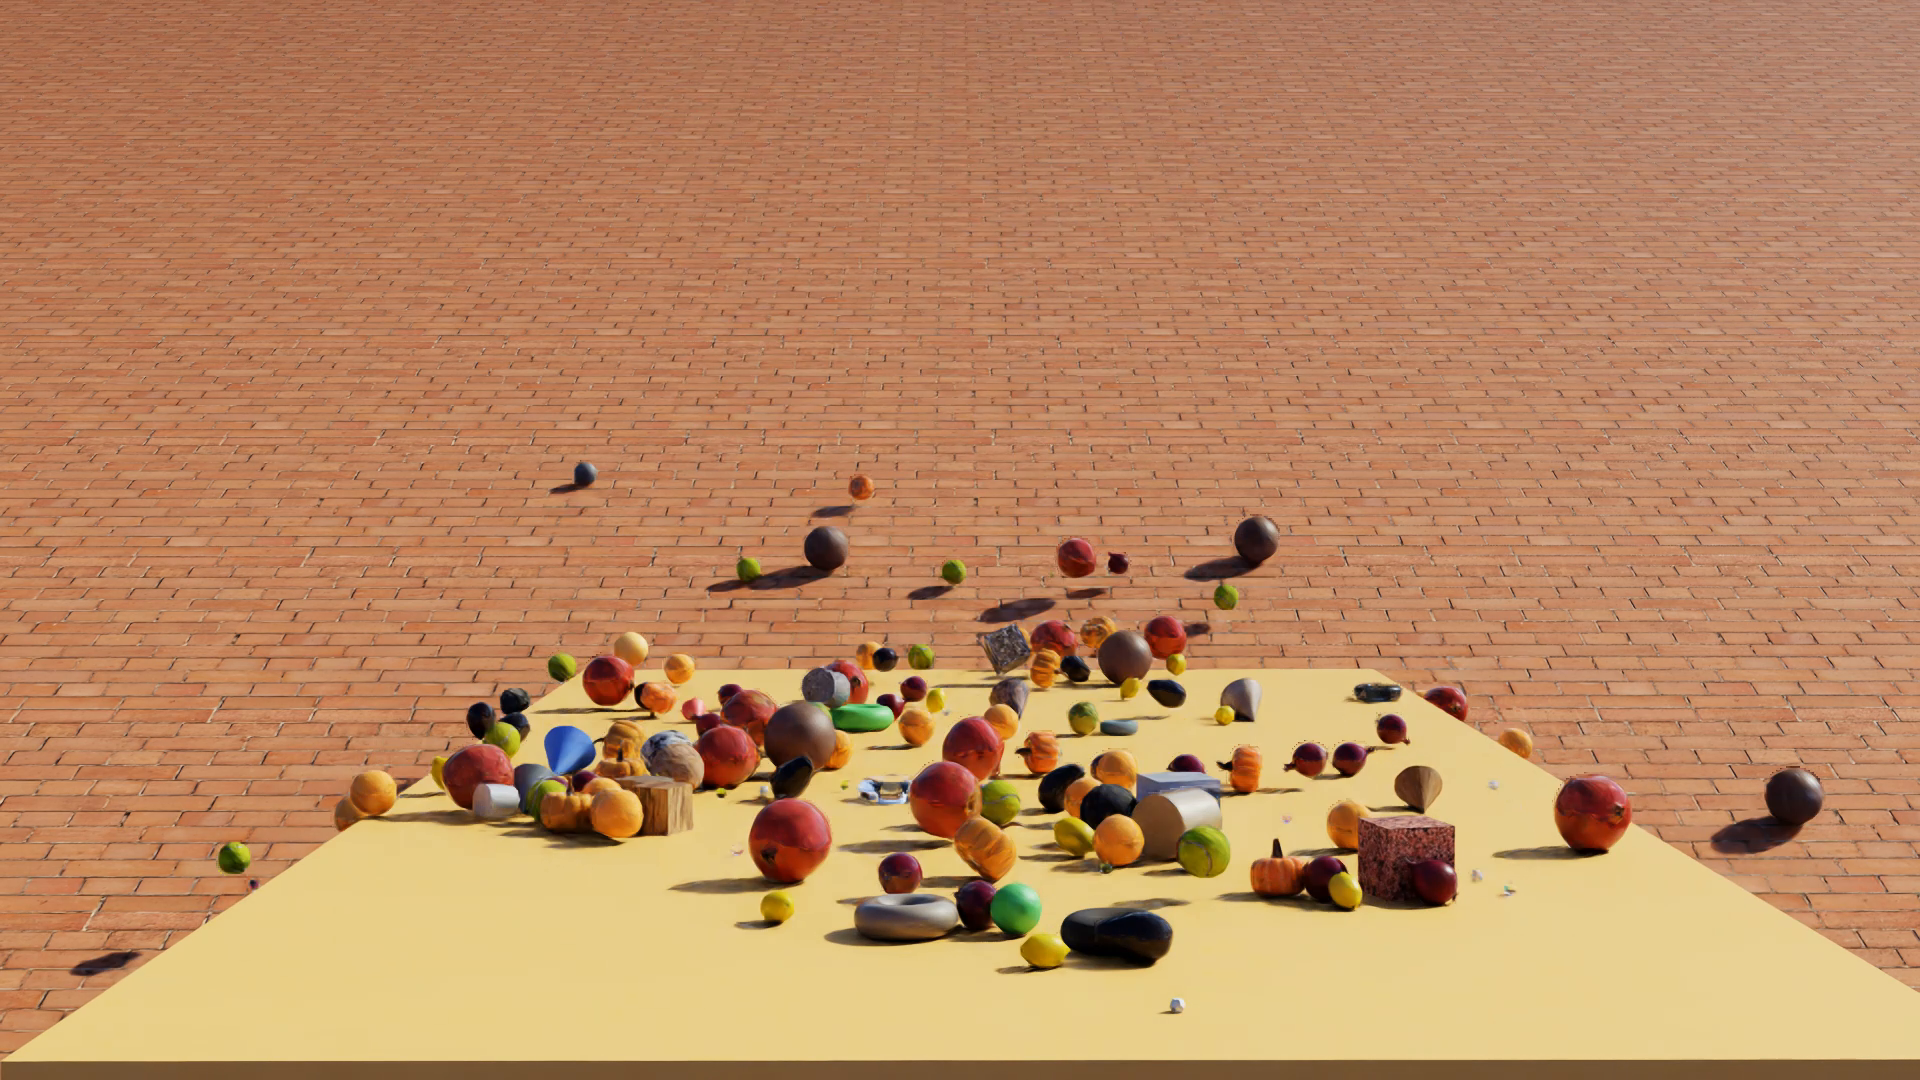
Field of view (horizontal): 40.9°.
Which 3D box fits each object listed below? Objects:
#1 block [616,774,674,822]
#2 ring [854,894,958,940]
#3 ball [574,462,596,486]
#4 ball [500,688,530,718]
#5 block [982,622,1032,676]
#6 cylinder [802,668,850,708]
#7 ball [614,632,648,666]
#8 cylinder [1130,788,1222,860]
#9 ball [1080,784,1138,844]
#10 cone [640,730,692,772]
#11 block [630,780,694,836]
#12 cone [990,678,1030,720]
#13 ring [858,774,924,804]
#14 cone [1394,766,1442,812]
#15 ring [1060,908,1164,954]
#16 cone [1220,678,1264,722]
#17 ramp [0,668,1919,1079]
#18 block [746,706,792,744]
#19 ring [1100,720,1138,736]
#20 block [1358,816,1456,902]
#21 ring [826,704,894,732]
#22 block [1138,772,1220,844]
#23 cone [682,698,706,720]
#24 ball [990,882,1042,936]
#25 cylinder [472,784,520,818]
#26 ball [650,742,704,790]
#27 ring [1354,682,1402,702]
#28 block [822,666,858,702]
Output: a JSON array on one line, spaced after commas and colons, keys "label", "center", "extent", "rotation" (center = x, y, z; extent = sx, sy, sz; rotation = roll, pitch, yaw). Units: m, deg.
[{"label": "block", "center": [-0.498, 0.410, 4.073], "extent": [0.065, 0.065, 0.065], "rotation": [2, 3, 36]}, {"label": "ring", "center": [-0.066, 0.463, 3.158], "extent": [0.130, 0.043, 0.130], "rotation": [-1, 2, 0]}, {"label": "ball", "center": [-1.161, -0.205, 7.974], "extent": [0.070, 0.070, 0.070], "rotation": [0, 22, 0]}, {"label": "ball", "center": [-1.000, 0.366, 5.782], "extent": [0.070, 0.070, 0.070], "rotation": [0, 22, 0]}, {"label": "block", "center": [0.112, 0.261, 6.145], "extent": [0.082, 0.082, 0.082], "rotation": [-24, -16, -12]}, {"label": "cylinder", "center": [-0.272, 0.302, 5.228], "extent": [0.075, 0.075, 0.075], "rotation": [10, -4, 23]}, {"label": "ball", "center": [-0.861, 0.287, 6.735], "extent": [0.089, 0.089, 0.089], "rotation": [0, 22, 0]}, {"label": "cylinder", "center": [0.313, 0.410, 3.718], "extent": [0.095, 0.095, 0.095], "rotation": [19, 14, 38]}, {"label": "ball", "center": [0.223, 0.408, 3.834], "extent": [0.090, 0.090, 0.090], "rotation": [0, 22, 0]}, {"label": "cone", "center": [-0.506, 0.400, 4.517], "extent": [0.095, 0.095, 0.095], "rotation": [-7, 31, -16]}, {"label": "block", "center": [-0.459, 0.412, 3.957], "extent": [0.071, 0.071, 0.071], "rotation": [1, 3, 27]}, {"label": "cone", "center": [0.117, 0.357, 5.462], "extent": [0.091, 0.091, 0.091], "rotation": [-5, 31, -13]}, {"label": "ring", "center": [-0.115, 0.414, 4.278], "extent": [0.109, 0.036, 0.109], "rotation": [0, 4, 0]}, {"label": "cone", "center": [0.746, 0.419, 4.162], "extent": [0.079, 0.079, 0.079], "rotation": [1, 29, 2]}, {"label": "ring", "center": [0.182, 0.467, 3.075], "extent": [0.125, 0.042, 0.125], "rotation": [-1, 2, 0]}, {"label": "cone", "center": [0.608, 0.357, 5.430], "extent": [0.095, 0.095, 0.095], "rotation": [-4, 30, -10]}, {"label": "ramp", "center": [0.052, 0.470, 4.535], "extent": [2.000, 0.100, 4.000], "rotation": [0, 3, 0]}, {"label": "block", "center": [-0.374, 0.364, 5.060], "extent": [0.063, 0.063, 0.063], "rotation": [2, 3, 36]}, {"label": "ring", "center": [0.321, 0.377, 5.183], "extent": [0.079, 0.026, 0.079], "rotation": [-1, 2, 0]}, {"label": "block", "center": [0.594, 0.423, 3.426], "extent": [0.096, 0.096, 0.096], "rotation": [-1, 3, -15]}, {"label": "ring", "center": [-0.205, 0.364, 5.265], "extent": [0.140, 0.047, 0.140], "rotation": [-1, 1, 0]}, {"label": "block", "center": [0.328, 0.403, 3.860], "extent": [0.096, 0.096, 0.096], "rotation": [-1, 3, -16]}, {"label": "cone", "center": [-0.552, 0.366, 5.377], "extent": [0.052, 0.052, 0.052], "rotation": [-6, 24, -15]}, {"label": "ball", "center": [0.069, 0.452, 3.153], "extent": [0.063, 0.063, 0.063], "rotation": [0, 22, 0]}, {"label": "cylinder", "center": [-0.732, 0.412, 4.058], "extent": [0.053, 0.053, 0.053], "rotation": [9, 11, -43]}, {"label": "ball", "center": [-0.474, 0.385, 4.321], "extent": [0.090, 0.090, 0.090], "rotation": [0, 22, 0]}, {"label": "ring", "center": [0.943, 0.343, 5.804], "extent": [0.109, 0.036, 0.109], "rotation": [0, 1, 0]}, {"label": "block", "center": [-0.272, 0.324, 5.810], "extent": [0.074, 0.074, 0.074], "rotation": [0, 3, -8]}]
